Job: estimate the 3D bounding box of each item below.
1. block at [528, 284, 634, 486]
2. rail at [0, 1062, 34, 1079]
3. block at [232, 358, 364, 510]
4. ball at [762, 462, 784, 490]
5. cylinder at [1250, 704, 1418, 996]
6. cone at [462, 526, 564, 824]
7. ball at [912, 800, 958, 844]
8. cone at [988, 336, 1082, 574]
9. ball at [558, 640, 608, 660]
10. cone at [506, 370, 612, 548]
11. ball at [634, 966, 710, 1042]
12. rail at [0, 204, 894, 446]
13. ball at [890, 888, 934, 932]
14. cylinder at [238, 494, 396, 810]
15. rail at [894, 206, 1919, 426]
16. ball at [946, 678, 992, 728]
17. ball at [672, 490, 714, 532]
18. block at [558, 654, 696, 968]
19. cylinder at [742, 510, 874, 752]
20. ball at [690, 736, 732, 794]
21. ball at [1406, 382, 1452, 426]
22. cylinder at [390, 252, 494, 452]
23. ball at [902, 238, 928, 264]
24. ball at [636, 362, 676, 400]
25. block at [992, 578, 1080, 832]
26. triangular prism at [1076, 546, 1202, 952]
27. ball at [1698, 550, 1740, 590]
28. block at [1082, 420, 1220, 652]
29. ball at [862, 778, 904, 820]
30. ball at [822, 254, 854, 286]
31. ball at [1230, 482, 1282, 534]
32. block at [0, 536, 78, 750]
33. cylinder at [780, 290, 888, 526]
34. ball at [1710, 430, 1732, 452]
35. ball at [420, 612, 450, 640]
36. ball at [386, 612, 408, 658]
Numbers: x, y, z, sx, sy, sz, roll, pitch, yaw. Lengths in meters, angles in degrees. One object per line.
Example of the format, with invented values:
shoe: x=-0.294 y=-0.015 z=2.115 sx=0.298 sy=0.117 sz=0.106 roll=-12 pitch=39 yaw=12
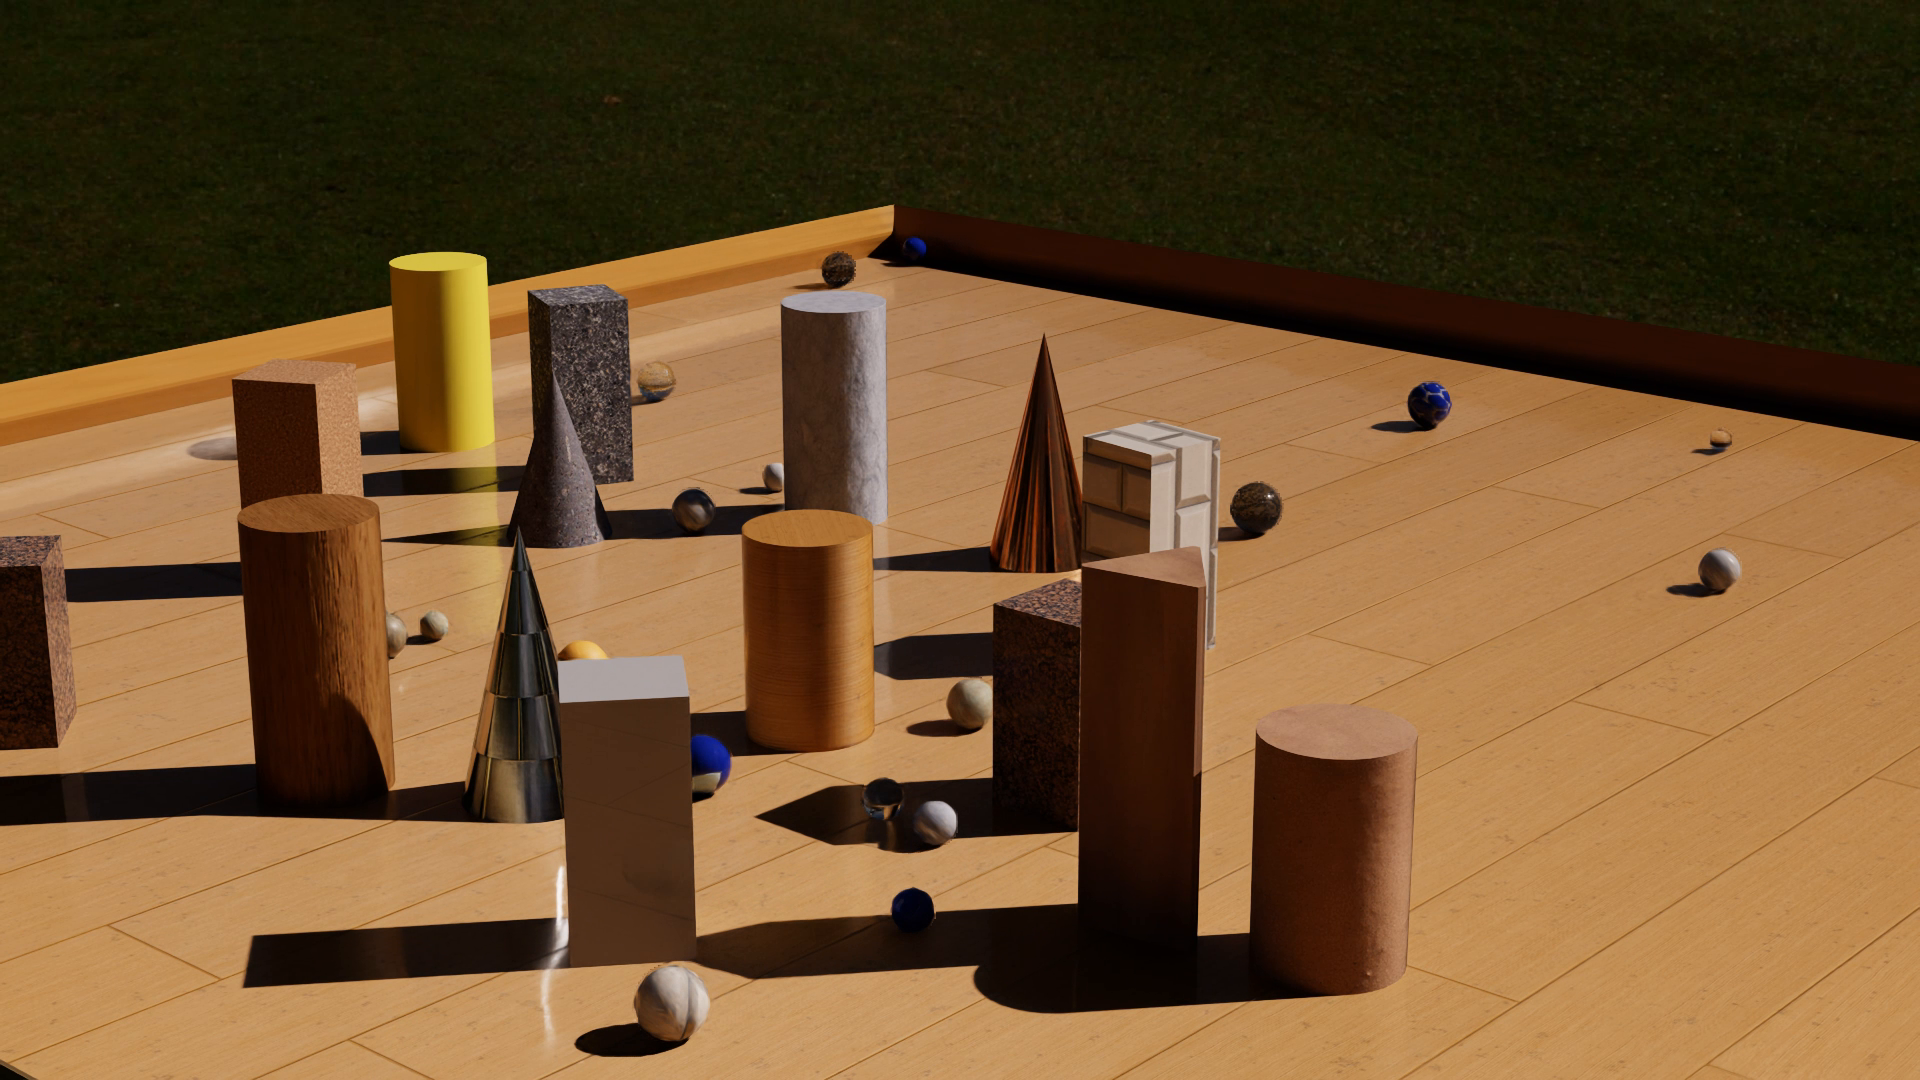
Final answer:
block: x=-0.754 y=-0.306 z=5.828 sx=0.158 sy=0.369 sz=0.158 roll=-7 pitch=18 yaw=-23
rail: x=-1.438 y=0.510 z=3.534 sx=4.333 sy=0.128 sz=0.045 roll=14 pitch=22 yaw=39
block: x=-1.166 y=-0.116 z=5.188 sx=0.158 sy=0.375 sz=0.158 roll=4 pitch=17 yaw=14
ball: x=-0.361 y=-0.125 z=5.770 sx=0.056 sy=0.056 sz=0.056 roll=0 pitch=17 yaw=0
cylinder: x=0.463 y=0.382 z=3.648 sx=0.198 sy=0.309 sz=0.198 roll=0 pitch=17 yaw=0
cone: x=-0.618 y=0.175 z=4.162 sx=0.198 sy=0.410 sz=0.198 roll=0 pitch=17 yaw=0
ball: x=-0.035 y=0.390 z=4.051 sx=0.061 sy=0.061 sz=0.061 roll=0 pitch=17 yaw=0
cone: x=0.150 y=-0.170 z=5.287 sx=0.198 sy=0.421 sz=0.198 roll=0 pitch=17 yaw=0
ball: x=-0.598 y=0.201 z=4.638 sx=0.085 sy=0.085 sz=0.085 roll=0 pitch=17 yaw=0
cone: x=-0.750 y=-0.163 z=5.448 sx=0.198 sy=0.314 sz=0.198 roll=0 pitch=17 yaw=0
ball: x=-0.341 y=0.549 z=3.475 sx=0.089 sy=0.089 sz=0.089 roll=0 pitch=17 yaw=0
rail: x=-1.618 y=-0.373 z=6.465 sx=0.045 sy=0.128 sz=4.434 roll=14 pitch=22 yaw=39
ball: x=-0.061 y=0.476 z=3.775 sx=0.056 sy=0.056 sz=0.056 roll=0 pitch=17 yaw=0
cylinder: x=-0.923 y=0.158 z=4.214 sx=0.198 sy=0.412 sz=0.198 roll=0 pitch=17 yaw=0
rail: x=1.438 y=-0.446 z=6.706 sx=4.333 sy=0.128 sz=0.045 roll=14 pitch=22 yaw=39
ball: x=0.018 y=0.250 z=4.488 sx=0.077 sy=0.077 sz=0.077 roll=0 pitch=17 yaw=0
ball: x=-0.500 y=-0.055 z=5.496 sx=0.080 sy=0.080 sz=0.080 roll=0 pitch=17 yaw=0
block: x=-0.421 y=0.341 z=3.708 sx=0.158 sy=0.353 sz=0.158 roll=-2 pitch=17 yaw=-8
cylinder: x=-0.229 y=0.136 z=4.443 sx=0.198 sy=0.322 sz=0.198 roll=0 pitch=17 yaw=0
ball: x=-0.372 y=0.325 z=4.227 sx=0.086 sy=0.086 sz=0.086 roll=0 pitch=17 yaw=0
ball: x=1.000 y=-0.289 z=6.249 sx=0.094 sy=0.094 sz=0.094 roll=0 pitch=17 yaw=0
cylinder: x=-1.075 y=-0.391 z=6.091 sx=0.198 sy=0.381 sz=0.198 roll=0 pitch=17 yaw=0
ball: x=-0.123 y=-0.781 z=7.923 sx=0.071 sy=0.071 sz=0.071 roll=0 pitch=17 yaw=0
ball: x=-0.670 y=-0.351 z=6.469 sx=0.085 sy=0.085 sz=0.085 roll=0 pitch=17 yaw=0
block: x=0.158 y=0.232 z=4.162 sx=0.158 sy=0.301 sz=0.158 roll=14 pitch=22 yaw=39
triangular prism: x=0.263 y=0.259 z=3.752 sx=0.171 sy=0.486 sz=0.148 roll=10 pitch=20 yaw=31
ball: x=1.335 y=0.052 z=5.155 sx=0.072 sy=0.072 sz=0.072 roll=0 pitch=17 yaw=0
block: x=0.311 y=0.004 z=4.816 sx=0.158 sy=0.359 sz=0.158 roll=-14 pitch=22 yaw=-39
ball: x=-0.108 y=0.365 z=4.137 sx=0.060 sy=0.060 sz=0.060 roll=0 pitch=17 yaw=0
ball: x=-0.319 y=-0.704 z=7.638 sx=0.087 sy=0.087 sz=0.087 roll=0 pitch=17 yaw=0
ball: x=0.553 y=-0.059 z=5.484 sx=0.095 sy=0.095 sz=0.095 roll=0 pitch=17 yaw=0
block: x=-1.445 y=0.155 z=4.440 sx=0.158 sy=0.287 sz=0.158 roll=-2 pitch=17 yaw=-6
cylinder: x=-0.237 y=-0.246 z=5.545 sx=0.198 sy=0.418 sz=0.198 roll=0 pitch=17 yaw=0
ball: x=1.572 y=-0.206 z=6.056 sx=0.045 sy=0.045 sz=0.045 roll=0 pitch=17 yaw=0
ball: x=-0.878 y=0.143 z=4.894 sx=0.049 sy=0.049 sz=0.049 roll=0 pitch=17 yaw=0
ball: x=-0.944 y=0.156 z=4.803 sx=0.076 sy=0.076 sz=0.076 roll=0 pitch=17 yaw=0
